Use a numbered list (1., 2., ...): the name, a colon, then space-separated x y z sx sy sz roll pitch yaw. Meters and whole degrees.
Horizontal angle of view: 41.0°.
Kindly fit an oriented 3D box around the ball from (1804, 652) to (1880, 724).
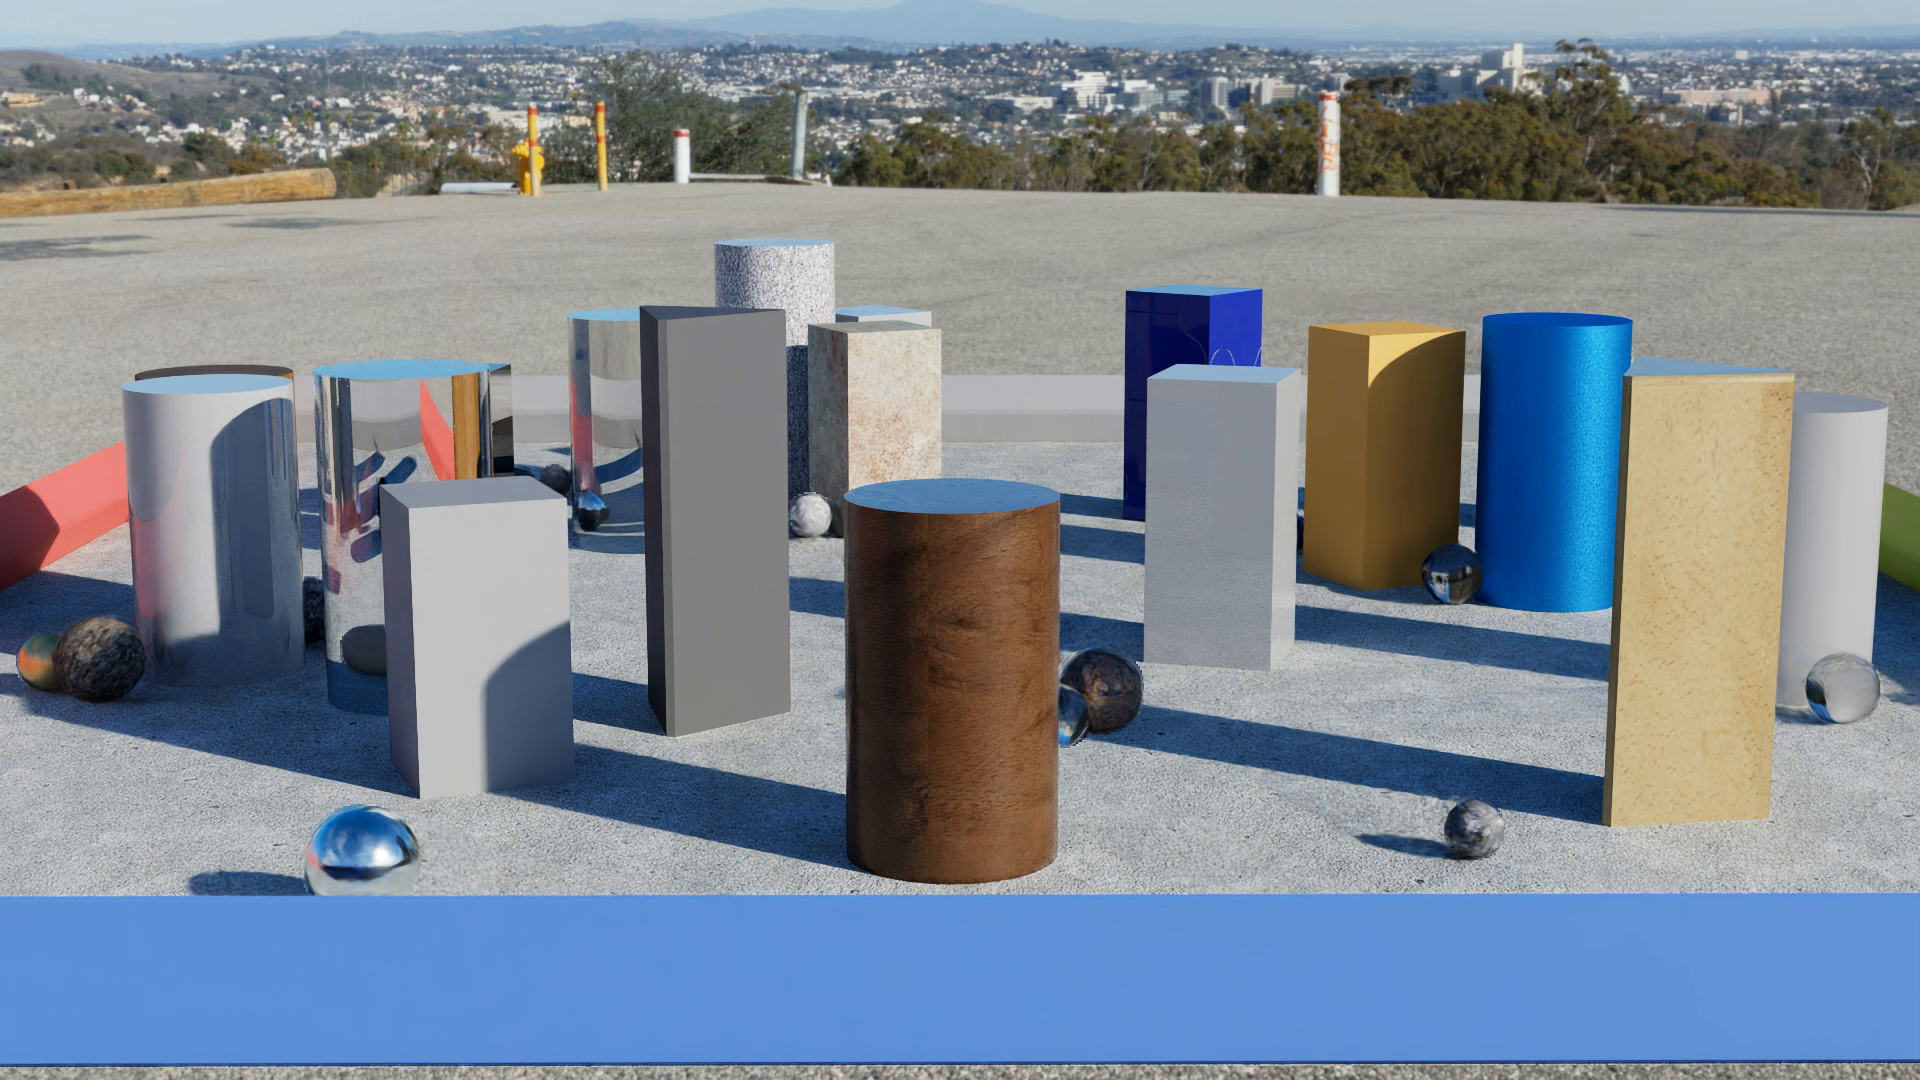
1. ball: 0.988 0.166 2.872 0.080 0.080 0.080 0 10 0

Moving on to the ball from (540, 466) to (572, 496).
1. ball: -0.690 -0.099 4.380 0.052 0.052 0.052 0 10 0

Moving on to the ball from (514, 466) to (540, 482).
1. ball: -0.714 -0.070 4.106 0.095 0.095 0.095 0 10 0

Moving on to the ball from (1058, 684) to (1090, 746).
1. ball: 0.107 0.190 2.776 0.068 0.068 0.068 0 10 0

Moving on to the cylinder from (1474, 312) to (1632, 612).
1. cylinder: 0.811 -0.110 3.520 0.199 0.386 0.199 0 10 0

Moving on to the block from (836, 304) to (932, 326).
1. block: -0.162 -0.255 4.539 0.159 0.301 0.159 -8 13 -38

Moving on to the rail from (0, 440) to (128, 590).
1. rail: -1.324 0.035 3.441 0.045 0.129 3.192 0 10 0

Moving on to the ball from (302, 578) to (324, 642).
1. ball: -0.830 0.090 3.280 0.081 0.081 0.081 0 10 0

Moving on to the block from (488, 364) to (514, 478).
1. block: -0.774 -0.120 3.873 0.159 0.278 0.159 1 11 7

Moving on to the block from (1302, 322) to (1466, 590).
1. block: 0.605 -0.124 3.674 0.159 0.359 0.159 -5 11 -24

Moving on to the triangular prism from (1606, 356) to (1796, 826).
1. triangular prism: 0.697 0.046 2.536 0.172 0.439 0.149 -2 11 -10

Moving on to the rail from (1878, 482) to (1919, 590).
1. rail: 1.324 0.032 3.456 0.045 0.129 3.192 0 10 0

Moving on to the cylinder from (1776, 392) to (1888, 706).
1. cylinder: 0.978 0.006 3.022 0.199 0.340 0.199 0 10 0

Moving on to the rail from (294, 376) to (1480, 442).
1. rail: -0.009 -0.253 4.995 2.695 0.129 0.045 0 10 0

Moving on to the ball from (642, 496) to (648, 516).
1. ball: -0.478 -0.057 4.121 0.064 0.064 0.064 0 10 0

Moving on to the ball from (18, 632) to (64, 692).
1. ball: -1.073 0.144 3.021 0.069 0.069 0.069 0 10 0

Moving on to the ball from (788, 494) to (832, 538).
1. ball: -0.234 -0.037 4.005 0.068 0.068 0.068 0 10 0

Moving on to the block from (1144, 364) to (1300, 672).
1. block: 0.327 -0.032 3.190 0.159 0.353 0.159 3 11 17

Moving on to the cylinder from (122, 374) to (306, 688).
1. cylinder: -0.903 -0.015 3.109 0.199 0.350 0.199 0 10 0

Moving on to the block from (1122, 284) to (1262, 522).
1. block: 0.377 -0.220 4.157 0.159 0.371 0.159 8 13 37

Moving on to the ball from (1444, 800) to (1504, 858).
1. ball: 0.478 0.269 2.387 0.054 0.054 0.054 0 10 0

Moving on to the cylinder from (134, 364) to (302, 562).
1. cylinder: -0.966 -0.053 3.357 0.199 0.333 0.199 0 10 0

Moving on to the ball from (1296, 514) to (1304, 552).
1. ball: 0.495 -0.010 3.868 0.064 0.064 0.064 0 10 0

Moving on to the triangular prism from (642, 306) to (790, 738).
1. triangular prism: -0.307 -0.030 2.887 0.172 0.459 0.149 -10 14 -43

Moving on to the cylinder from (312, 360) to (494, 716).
1. cylinder: -0.639 -0.007 2.971 0.199 0.384 0.199 0 10 0

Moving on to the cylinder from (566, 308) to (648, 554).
1. cylinder: -0.499 -0.170 3.938 0.199 0.353 0.199 0 10 0

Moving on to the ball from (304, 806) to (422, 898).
1. ball: -0.514 0.279 2.209 0.099 0.099 0.099 0 10 0

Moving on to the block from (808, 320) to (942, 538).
1. block: -0.136 -0.177 4.063 0.159 0.322 0.159 -5 12 -26

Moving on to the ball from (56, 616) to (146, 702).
1. ball: -0.995 0.138 2.971 0.099 0.099 0.099 0 10 0

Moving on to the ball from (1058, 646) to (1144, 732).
1. ball: 0.155 0.165 2.836 0.094 0.094 0.094 0 10 0

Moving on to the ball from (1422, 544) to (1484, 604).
1. ball: 0.673 0.046 3.510 0.083 0.083 0.083 0 10 0

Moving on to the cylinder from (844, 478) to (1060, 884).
1. cylinder: -0.007 0.126 2.377 0.199 0.339 0.199 0 10 0

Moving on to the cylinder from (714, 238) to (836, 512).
1. cylinder: -0.305 -0.272 4.252 0.199 0.440 0.199 0 10 0

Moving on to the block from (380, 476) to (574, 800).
1. block: -0.500 0.096 2.654 0.159 0.297 0.159 -4 11 -22

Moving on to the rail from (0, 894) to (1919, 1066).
1. rail: 0.009 0.319 1.903 2.695 0.129 0.045 0 10 0

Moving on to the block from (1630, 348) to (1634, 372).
1. block: 0.979 -0.168 4.087 0.159 0.295 0.159 2 11 10
